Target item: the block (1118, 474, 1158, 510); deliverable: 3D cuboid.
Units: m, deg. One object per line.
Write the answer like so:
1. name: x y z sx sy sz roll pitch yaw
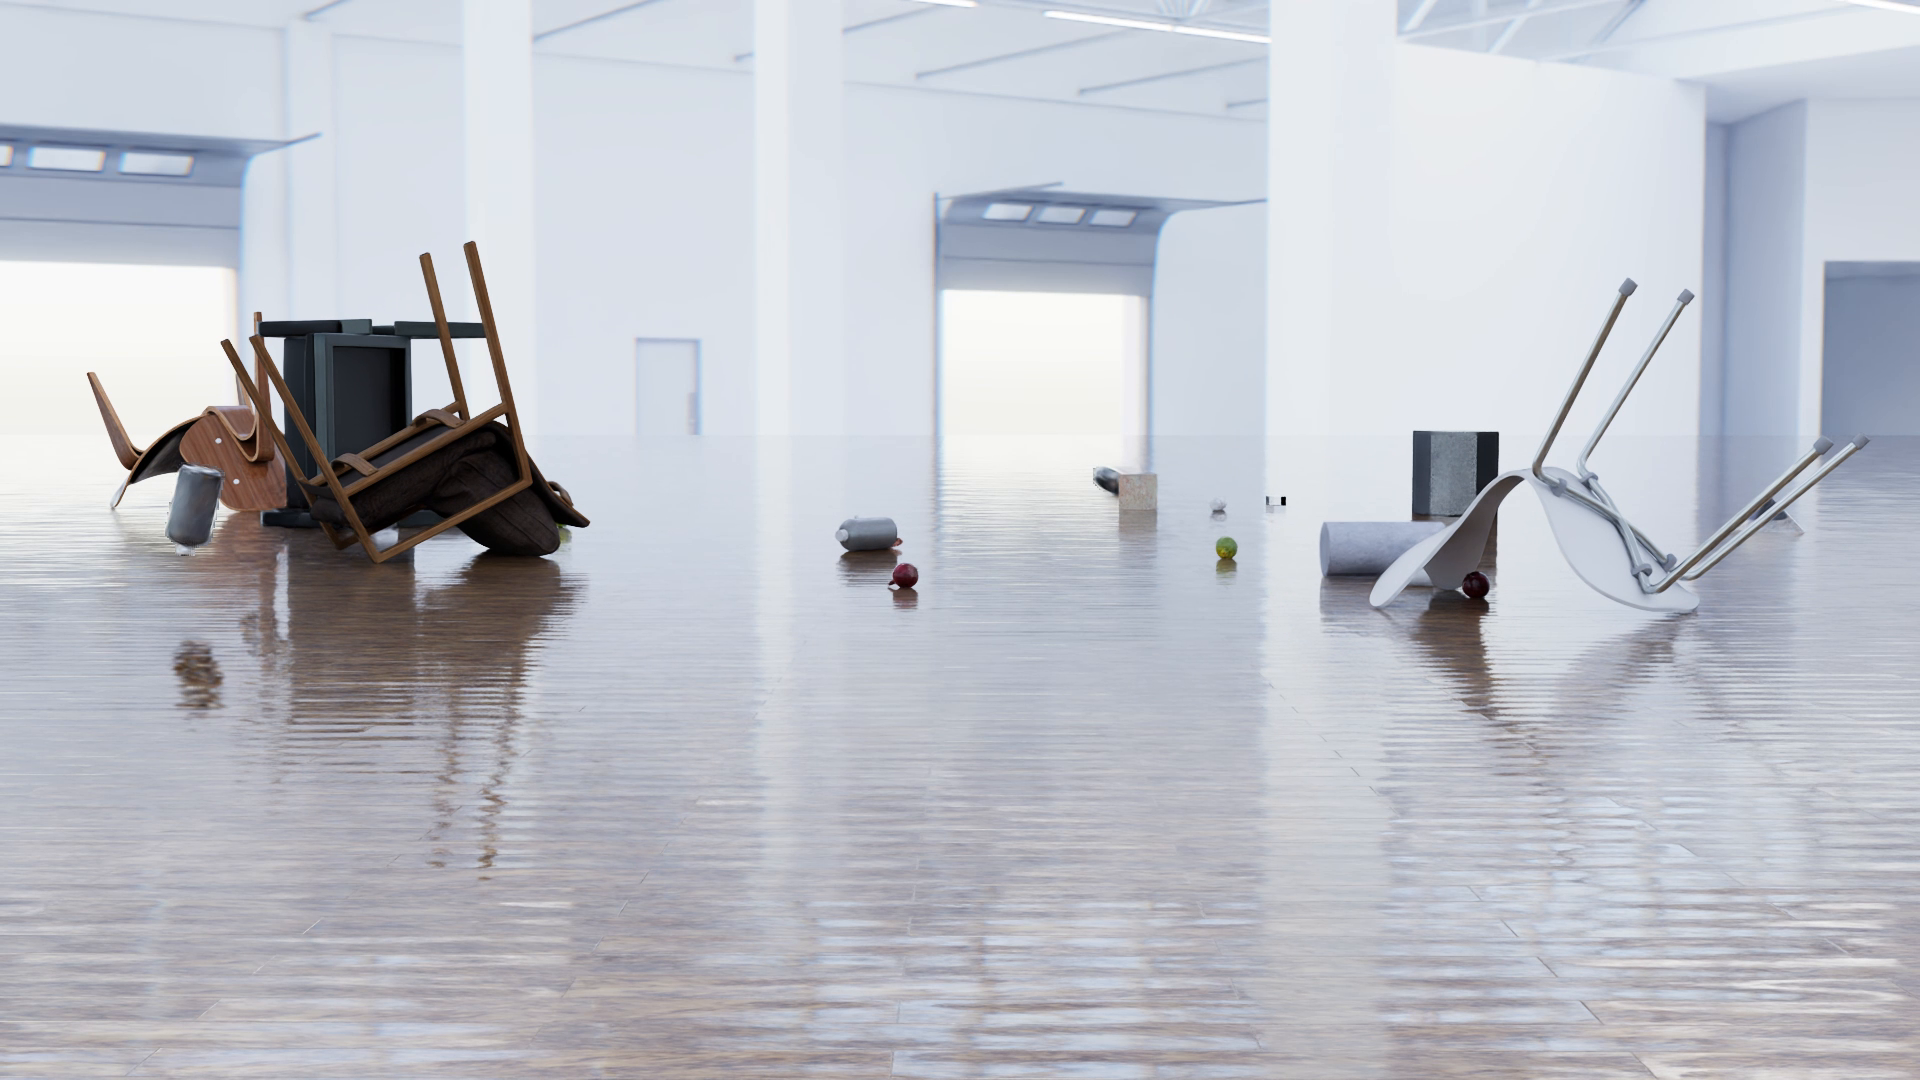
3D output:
1. block: 0.669 -0.183 8.257 0.113 0.130 0.092 3 5 34

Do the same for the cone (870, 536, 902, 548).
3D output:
1. cone: -0.210 0.012 6.255 0.094 0.034 0.052 -1 -14 -4

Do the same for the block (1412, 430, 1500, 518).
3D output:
1. block: 1.765 -0.239 7.842 0.197 0.300 0.255 -1 4 -19

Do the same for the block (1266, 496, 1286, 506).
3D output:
1. block: 1.220 -0.152 8.497 0.049 0.036 0.080 -1 4 -16

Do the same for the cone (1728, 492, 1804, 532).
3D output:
1. cone: 2.568 -0.093 7.007 0.148 0.123 0.272 -3 5 -36

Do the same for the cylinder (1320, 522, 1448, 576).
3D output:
1. cylinder: 1.014 0.022 5.271 0.282 0.128 0.132 0 -40 -2
